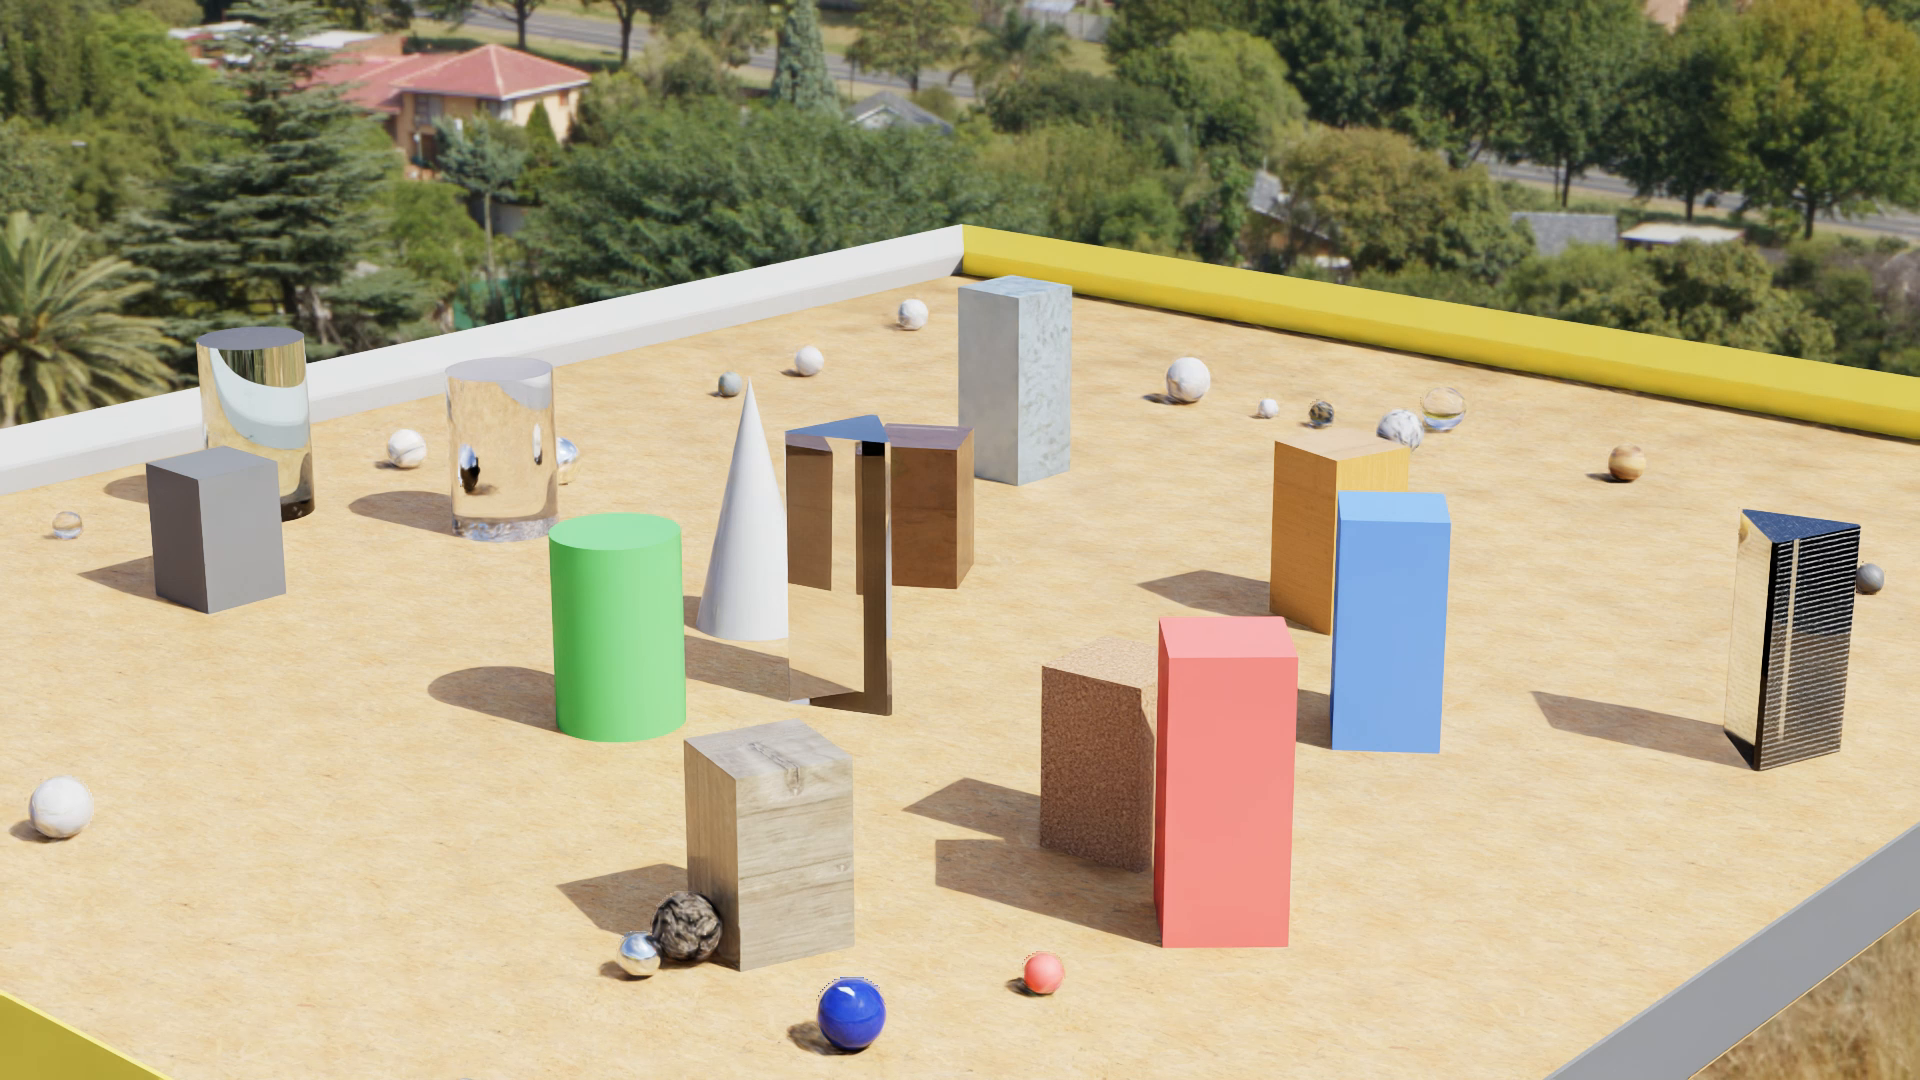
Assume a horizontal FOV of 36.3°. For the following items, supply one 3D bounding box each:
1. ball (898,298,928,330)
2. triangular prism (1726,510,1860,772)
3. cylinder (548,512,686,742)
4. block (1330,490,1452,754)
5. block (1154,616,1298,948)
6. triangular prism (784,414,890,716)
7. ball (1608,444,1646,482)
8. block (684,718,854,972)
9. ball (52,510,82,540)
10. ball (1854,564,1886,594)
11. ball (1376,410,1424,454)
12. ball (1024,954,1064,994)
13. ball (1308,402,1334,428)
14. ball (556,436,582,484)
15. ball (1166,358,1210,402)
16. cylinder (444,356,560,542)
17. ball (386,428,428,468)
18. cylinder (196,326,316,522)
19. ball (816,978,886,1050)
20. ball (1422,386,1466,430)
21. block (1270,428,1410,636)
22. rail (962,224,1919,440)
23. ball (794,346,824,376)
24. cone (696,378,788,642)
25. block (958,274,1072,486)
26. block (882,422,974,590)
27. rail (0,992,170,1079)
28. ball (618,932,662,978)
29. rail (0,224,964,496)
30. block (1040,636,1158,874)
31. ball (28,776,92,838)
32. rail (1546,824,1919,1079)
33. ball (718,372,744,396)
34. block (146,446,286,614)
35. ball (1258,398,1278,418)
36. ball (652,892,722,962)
[{"bbox_3d":[-0.115,-0.551,7.157,0.076,0.076,0.076,0,17,0],"label":"ball"},{"bbox_3d":[1.210,0.141,4.376,0.173,0.353,0.150,-10,19,-29],"label":"triangular prism"},{"bbox_3d":[-0.523,0.132,4.489,0.200,0.305,0.200,0,17,0],"label":"cylinder"},{"bbox_3d":[0.647,0.123,4.424,0.160,0.360,0.160,2,17,5],"label":"block"},{"bbox_3d":[0.337,0.309,3.753,0.160,0.391,0.160,0,17,-1],"label":"block"},{"bbox_3d":[-0.161,0.034,4.585,0.173,0.438,0.150,6,18,20],"label":"triangular prism"},{"bbox_3d":[1.330,-0.155,5.841,0.075,0.075,0.075,0,17,0],"label":"ball"},{"bbox_3d":[-0.243,0.385,3.730,0.160,0.258,0.160,-9,19,-27],"label":"block"},{"bbox_3d":[-1.661,-0.028,5.456,0.054,0.054,0.054,0,17,0],"label":"ball"},{"bbox_3d":[1.593,0.068,5.137,0.054,0.054,0.054,0,17,0],"label":"ball"},{"bbox_3d":[0.904,-0.221,6.024,0.096,0.096,0.096,0,17,0],"label":"ball"},{"bbox_3d":[0.103,0.533,3.602,0.049,0.049,0.049,0,17,0],"label":"ball"},{"bbox_3d":[0.771,-0.267,6.250,0.054,0.054,0.054,0,17,0],"label":"ball"},{"bbox_3d":[-0.800,-0.157,5.812,0.096,0.096,0.096,0,17,0],"label":"ball"},{"bbox_3d":[0.502,-0.353,6.455,0.100,0.100,0.100,0,17,0],"label":"ball"},{"bbox_3d":[-0.856,-0.171,5.493,0.200,0.306,0.200,0,17,0],"label":"cylinder"},{"bbox_3d":[-1.118,-0.184,5.929,0.081,0.081,0.081,0,17,0],"label":"ball"},{"bbox_3d":[-1.343,-0.220,5.598,0.200,0.339,0.200,0,17,0],"label":"cylinder"},{"bbox_3d":[-0.128,0.559,3.457,0.082,0.082,0.082,0,17,0],"label":"ball"},{"bbox_3d":[1.026,-0.279,6.219,0.094,0.094,0.094,0,17,0],"label":"ball"},{"bbox_3d":[0.643,-0.016,4.983,0.160,0.304,0.160,-11,20,-32],"label":"block"},{"bbox_3d":[1.376,-0.425,6.638,3.672,0.130,0.045,14,22,39],"label":"rail"},{"bbox_3d":[-0.345,-0.409,6.697,0.067,0.067,0.067,0,17,0],"label":"ball"},{"bbox_3d":[-0.349,-0.066,4.928,0.200,0.430,0.200,0,17,0],"label":"cone"},{"bbox_3d":[0.109,-0.320,5.862,0.160,0.380,0.160,15,22,40],"label":"block"},{"bbox_3d":[-0.069,-0.062,5.219,0.160,0.255,0.160,3,17,11],"label":"block"},{"bbox_3d":[-1.376,0.490,3.602,3.672,0.130,0.045,14,22,39],"label":"rail"},{"bbox_3d":[-0.397,0.516,3.646,0.056,0.056,0.056,0,17,0],"label":"ball"},{"bbox_3d":[-1.369,-0.310,6.257,0.045,0.130,4.247,14,22,39],"label":"rail"},{"bbox_3d":[0.222,0.292,4.029,0.160,0.265,0.160,12,20,34],"label":"block"},{"bbox_3d":[-1.250,0.372,4.074,0.085,0.085,0.085,0,17,0],"label":"ball"},{"bbox_3d":[1.369,0.375,3.982,0.045,0.130,4.247,14,22,39],"label":"rail"},{"bbox_3d":[-0.510,-0.346,6.508,0.057,0.057,0.057,0,17,0],"label":"ball"},{"bbox_3d":[-1.295,-0.020,5.105,0.160,0.240,0.160,15,22,40],"label":"block"},{"bbox_3d":[0.665,-0.283,6.324,0.043,0.043,0.043,0,17,0],"label":"ball"},{"bbox_3d":[-0.342,0.486,3.680,0.088,0.088,0.088,0,17,0],"label":"ball"}]
